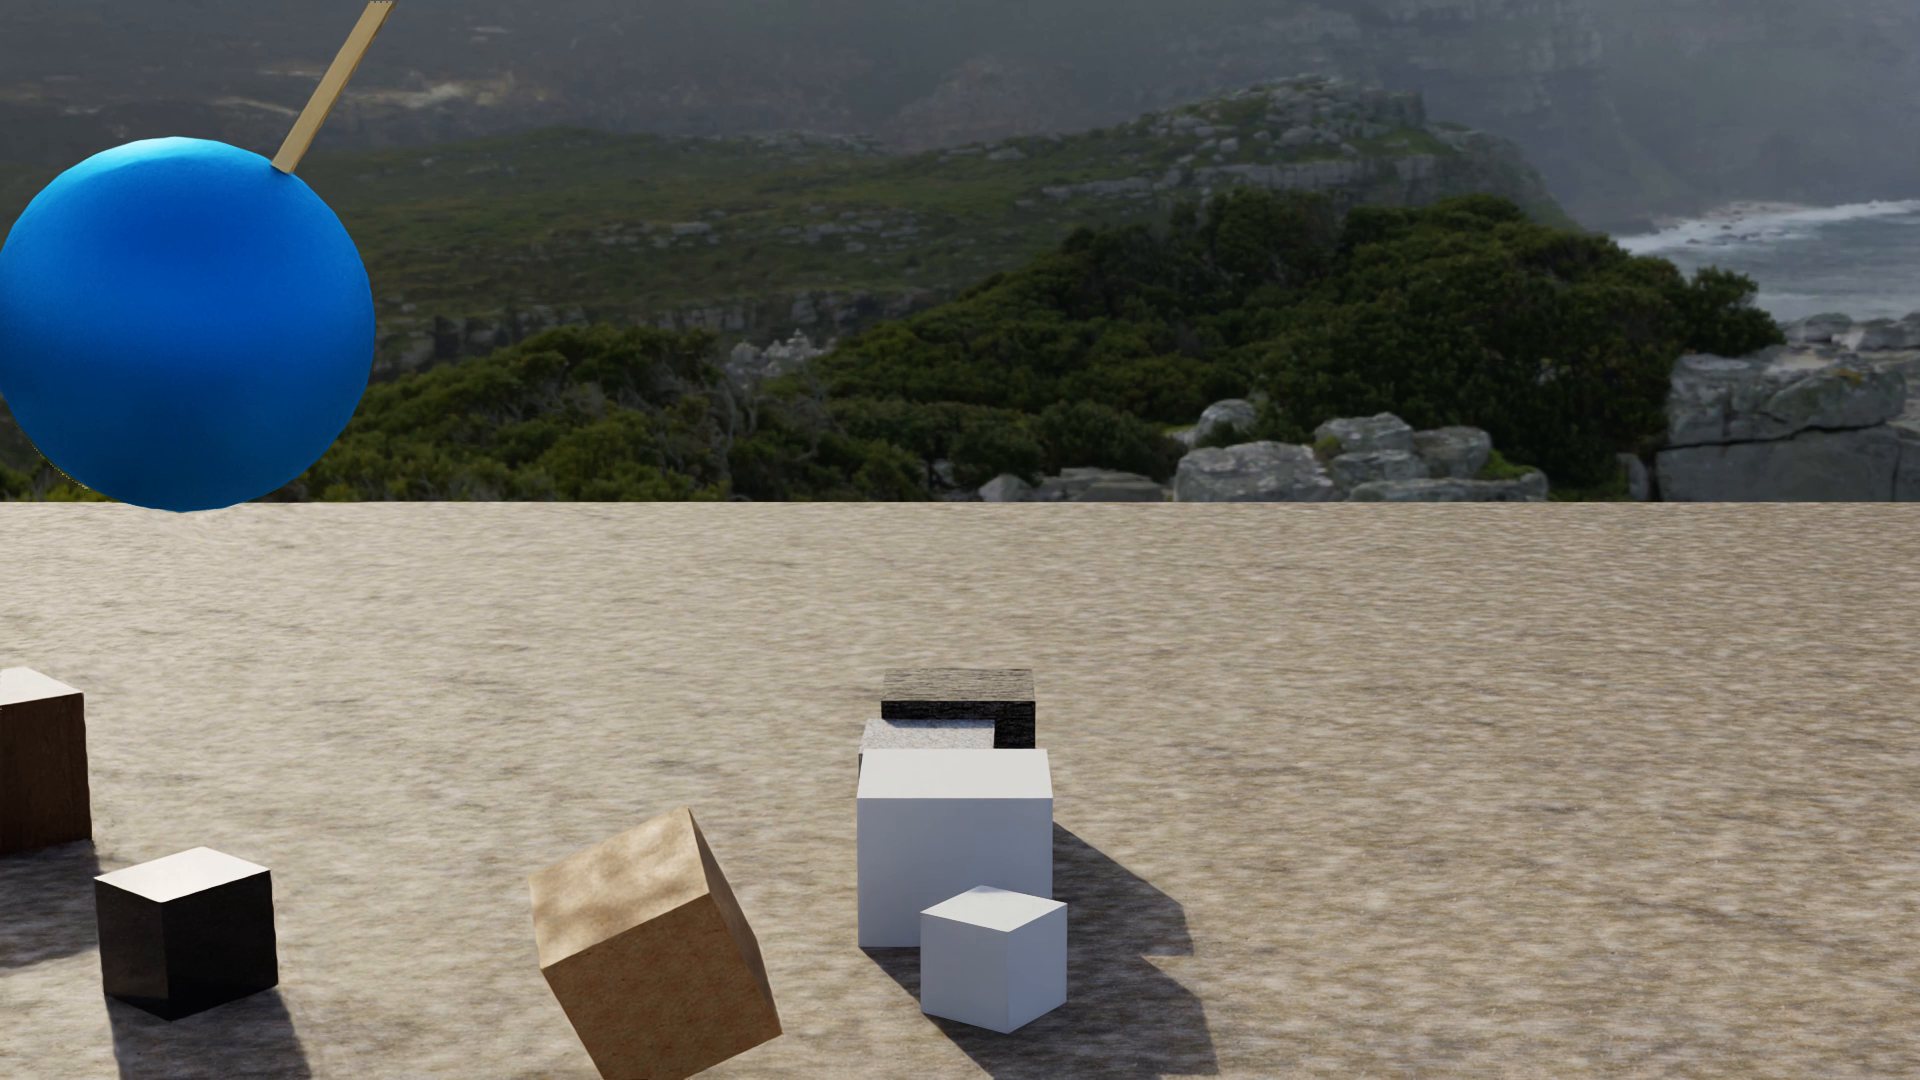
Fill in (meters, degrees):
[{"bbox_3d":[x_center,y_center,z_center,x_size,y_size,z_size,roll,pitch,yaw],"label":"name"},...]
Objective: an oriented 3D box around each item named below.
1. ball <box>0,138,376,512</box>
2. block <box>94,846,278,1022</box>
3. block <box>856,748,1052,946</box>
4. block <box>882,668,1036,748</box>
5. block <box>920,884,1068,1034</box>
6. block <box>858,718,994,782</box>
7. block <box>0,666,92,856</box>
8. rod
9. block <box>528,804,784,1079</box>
[{"bbox_3d":[-3.327,-0.920,11.013,1.600,1.600,1.600,0,10,0],"label":"ball"},{"bbox_3d":[-2.983,1.512,9.899,0.459,0.471,0.479,9,15,40],"label":"block"},{"bbox_3d":[-0.020,1.280,10.769,0.790,0.628,0.763,0,10,0],"label":"block"},{"bbox_3d":[-0.006,1.013,12.068,0.704,0.688,0.646,0,10,0],"label":"block"},{"bbox_3d":[0.130,1.586,9.742,0.398,0.394,0.405,7,13,34],"label":"block"},{"bbox_3d":[-0.140,1.168,11.454,0.581,0.605,0.603,0,10,2],"label":"block"},{"bbox_3d":[-4.495,1.032,11.947,0.599,0.695,0.691,-9,14,-40],"label":"block"},{"bbox_3d":[-1.442,-3.704,10.507,0.080,5.200,0.080,33,9,-6],"label":"rod"},{"bbox_3d":[-1.067,1.443,8.944,0.613,0.648,0.596,-24,28,-2],"label":"block"}]
